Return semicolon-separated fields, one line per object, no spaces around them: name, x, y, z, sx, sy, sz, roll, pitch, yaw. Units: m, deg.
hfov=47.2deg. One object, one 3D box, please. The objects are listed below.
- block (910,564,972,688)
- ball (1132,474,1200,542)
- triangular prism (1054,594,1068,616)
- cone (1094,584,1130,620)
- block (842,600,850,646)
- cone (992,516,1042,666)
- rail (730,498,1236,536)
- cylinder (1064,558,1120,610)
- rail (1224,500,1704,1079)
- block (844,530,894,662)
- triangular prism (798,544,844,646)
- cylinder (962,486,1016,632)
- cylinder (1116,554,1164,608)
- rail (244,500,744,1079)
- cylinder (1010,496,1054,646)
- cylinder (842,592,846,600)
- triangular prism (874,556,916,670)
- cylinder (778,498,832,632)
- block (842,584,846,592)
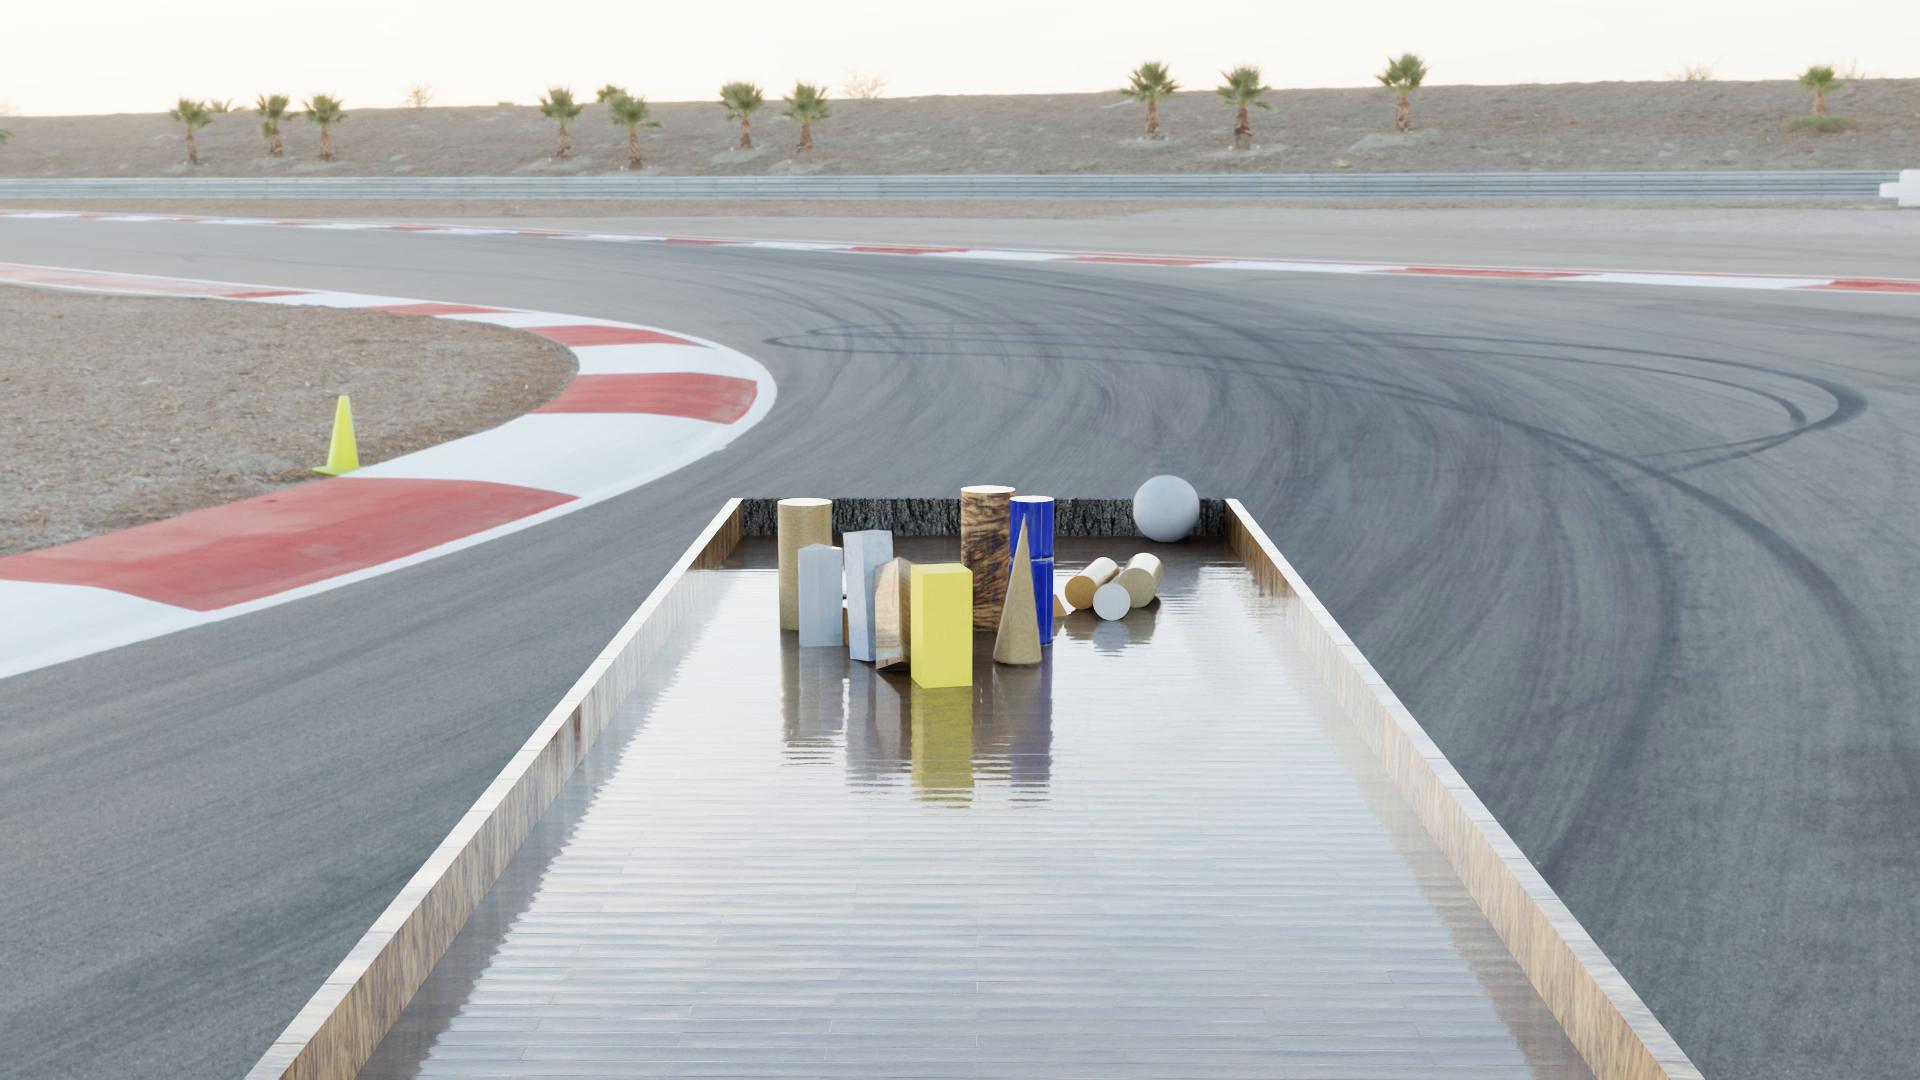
block;-0.054;0.247;6.381;0.147;0.334;0.147;-2;10;-14
ball;0.838;-0.128;8.936;0.275;0.275;0.275;0;9;0
triangular prism;0.291;0.188;7.565;0.088;0.076;0.362;-1;9;-9
cone;0.512;0.201;7.545;0.124;0.124;0.450;0;1;2
block;-0.240;0.277;6.877;0.120;0.120;0.431;-8;12;-42
cone;0.184;0.138;6.638;0.151;0.457;0.151;2;14;-1
rail;0.099;-0.098;9.147;2.100;0.150;0.050;0;9;1
cylinder;0.464;0.150;7.693;0.117;0.117;0.391;2;9;15
rail;1.046;0.843;3.208;0.050;0.150;12.000;0;9;1
block;-0.271;0.167;6.695;0.107;0.386;0.107;-6;5;-34
triangular prism;-0.446;0.172;6.941;0.138;0.308;0.119;-2;9;-11
cylinder;0.091;0.061;7.169;0.176;0.456;0.176;0;9;0
cylinder;0.630;0.140;7.688;0.139;0.139;0.318;2;9;10
rail;-1.004;0.839;3.234;0.050;0.150;12.000;0;9;1
cylinder;0.225;0.097;6.930;0.139;0.458;0.139;0;9;0
cylinder;-0.261;0.244;7.106;0.334;0.115;0.115;7;12;39
triangular prism;-0.166;0.226;6.572;0.117;0.317;0.135;9;-18;-34
cylinder;-0.505;0.080;7.187;0.176;0.413;0.176;0;9;0
block;-0.381;0.211;7.339;0.312;0.106;0.106;6;11;34
